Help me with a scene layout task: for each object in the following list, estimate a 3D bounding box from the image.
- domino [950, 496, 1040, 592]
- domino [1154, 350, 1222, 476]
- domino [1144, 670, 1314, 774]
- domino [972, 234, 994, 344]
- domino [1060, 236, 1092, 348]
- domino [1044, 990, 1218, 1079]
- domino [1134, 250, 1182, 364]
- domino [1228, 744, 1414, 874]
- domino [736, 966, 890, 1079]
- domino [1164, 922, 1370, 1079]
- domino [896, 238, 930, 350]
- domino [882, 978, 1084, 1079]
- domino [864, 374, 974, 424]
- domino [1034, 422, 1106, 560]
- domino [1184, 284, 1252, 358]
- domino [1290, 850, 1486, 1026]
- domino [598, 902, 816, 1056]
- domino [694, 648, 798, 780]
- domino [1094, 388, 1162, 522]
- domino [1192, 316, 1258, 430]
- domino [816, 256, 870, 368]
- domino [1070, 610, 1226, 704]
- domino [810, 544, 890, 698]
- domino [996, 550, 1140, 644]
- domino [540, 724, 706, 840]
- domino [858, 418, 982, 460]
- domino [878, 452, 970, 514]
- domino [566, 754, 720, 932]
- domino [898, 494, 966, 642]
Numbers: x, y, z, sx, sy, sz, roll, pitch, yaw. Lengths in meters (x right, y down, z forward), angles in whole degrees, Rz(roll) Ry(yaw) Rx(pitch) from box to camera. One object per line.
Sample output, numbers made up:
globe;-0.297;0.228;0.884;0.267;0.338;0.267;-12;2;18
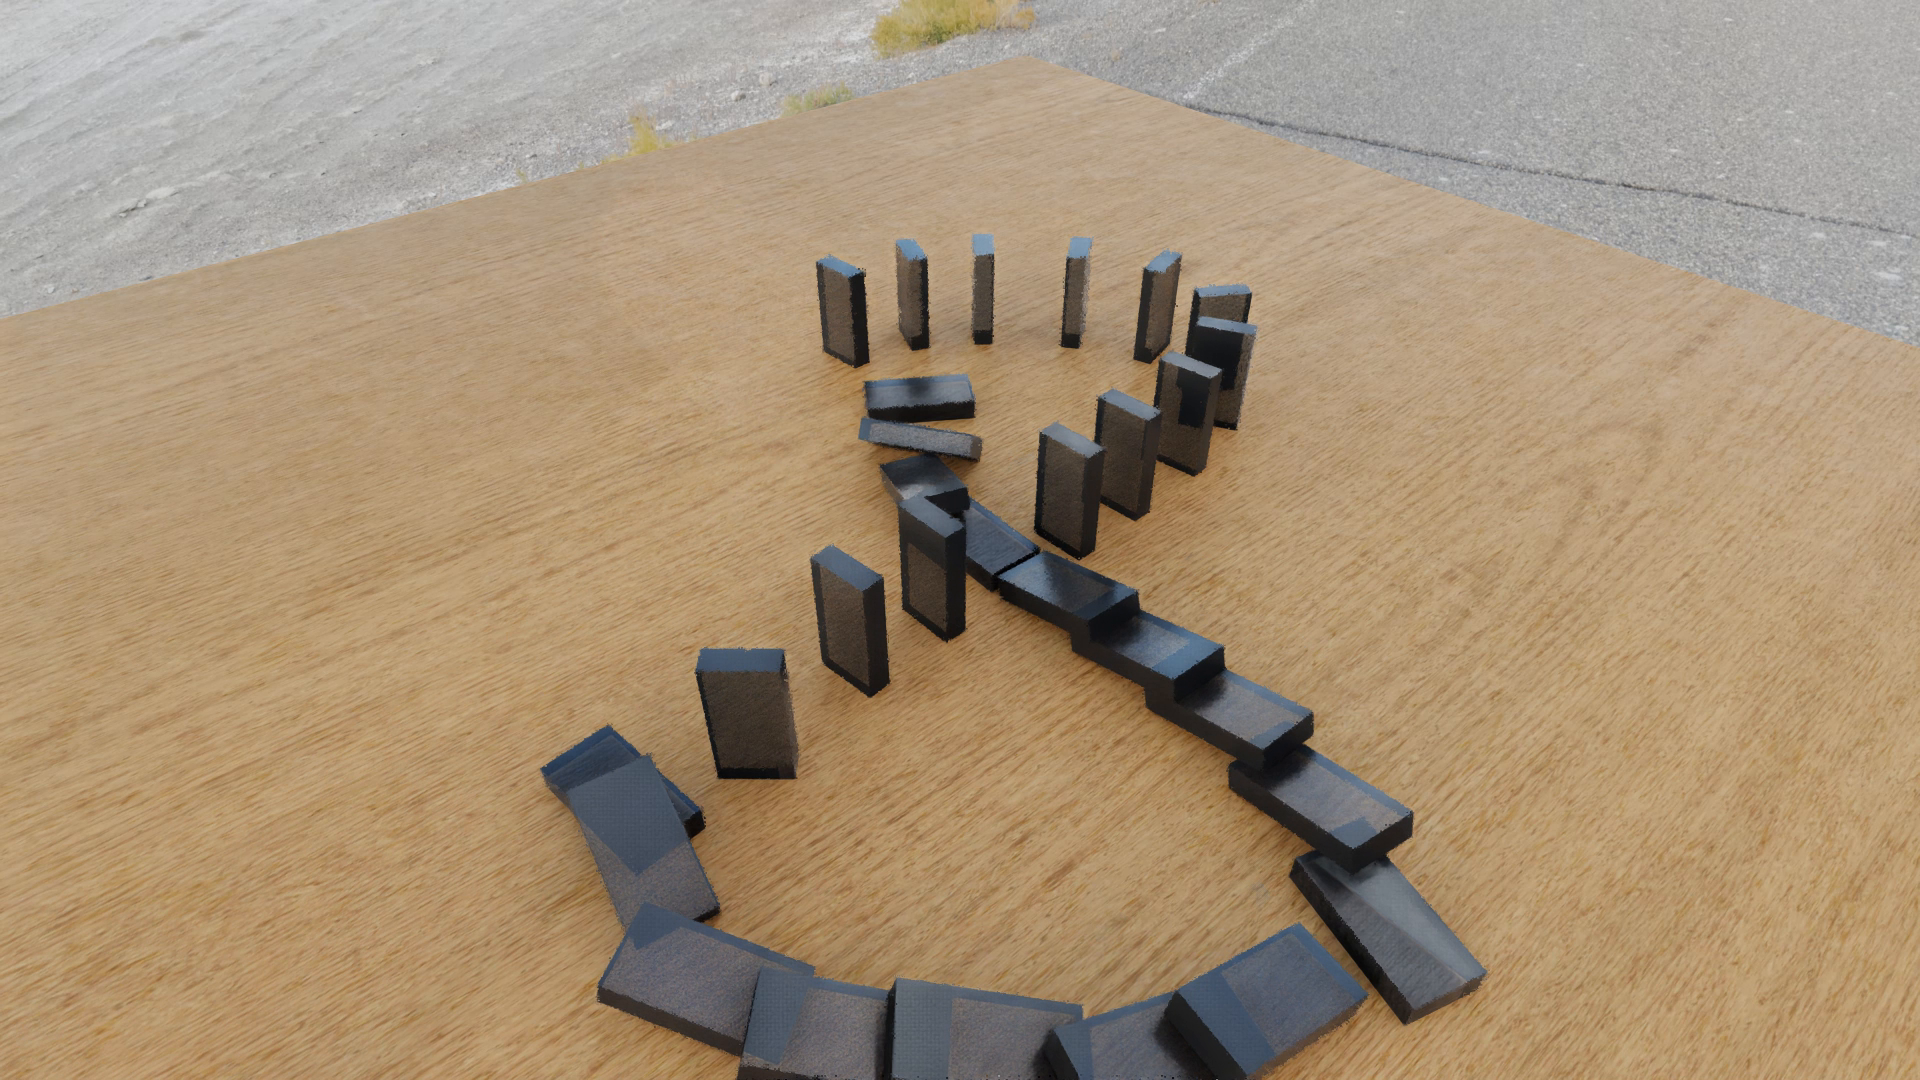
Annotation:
domino;0.006;0.000;0.444;0.025;0.010;0.050;-28;47;-29
domino;0.097;-0.054;0.478;0.025;0.050;0.009;28;47;30
domino;0.089;0.056;0.365;0.025;0.009;0.050;-27;33;-29
domino;0.012;-0.130;0.570;0.010;0.050;0.025;-1;39;-2
domino;0.060;-0.127;0.567;0.009;0.050;0.025;8;40;10
domino;0.049;0.130;0.276;0.050;0.010;0.025;-4;37;-28
domino;0.099;-0.117;0.555;0.010;0.050;0.025;21;44;24
domino;0.109;0.079;0.337;0.025;0.010;0.050;-21;29;-24
domino;-0.029;0.127;0.279;0.050;0.010;0.025;13;39;-7
domino;0.080;0.120;0.285;0.050;0.009;0.025;-10;40;-36
domino;-0.024;-0.126;0.565;0.010;0.050;0.025;-11;41;-14
domino;0.007;0.128;0.277;0.050;0.009;0.025;12;39;-10
domino;-0.020;-0.067;0.525;0.050;0.010;0.025;-5;40;-6
domino;0.043;-0.019;0.434;0.009;0.050;0.025;-31;48;-32
domino;0.123;-0.097;0.530;0.025;0.050;0.009;-6;40;-7
domino;0.120;0.108;0.311;0.025;0.010;0.050;-16;42;-18
domino;-0.067;0.118;0.291;0.050;0.009;0.025;20;42;3
domino;-0.066;0.055;0.344;0.025;0.050;0.010;0;39;0
domino;0.068;-0.035;0.454;0.025;0.050;0.009;32;49;33
domino;0.119;-0.076;0.504;0.025;0.050;0.009;14;41;16
domino;-0.059;-0.114;0.550;0.025;0.050;0.009;32;49;33
domino;0.065;0.038;0.387;0.025;0.009;0.050;-27;31;-29
domino;-0.037;0.028;0.377;0.025;0.050;0.009;30;48;31
domino;0.040;0.020;0.409;0.025;0.010;0.050;-27;32;-29
domino;-0.106;0.081;0.345;0.050;0.010;0.025;30;48;32
domino;-0.017;-0.045;0.487;0.050;0.009;0.025;10;2;12
domino;-0.016;-0.023;0.459;0.025;0.010;0.050;-15;24;-12
domino;-0.092;0.091;0.319;0.025;0.010;0.050;-22;66;-25
domino;-0.010;0.011;0.398;0.009;0.050;0.025;-30;48;-31
